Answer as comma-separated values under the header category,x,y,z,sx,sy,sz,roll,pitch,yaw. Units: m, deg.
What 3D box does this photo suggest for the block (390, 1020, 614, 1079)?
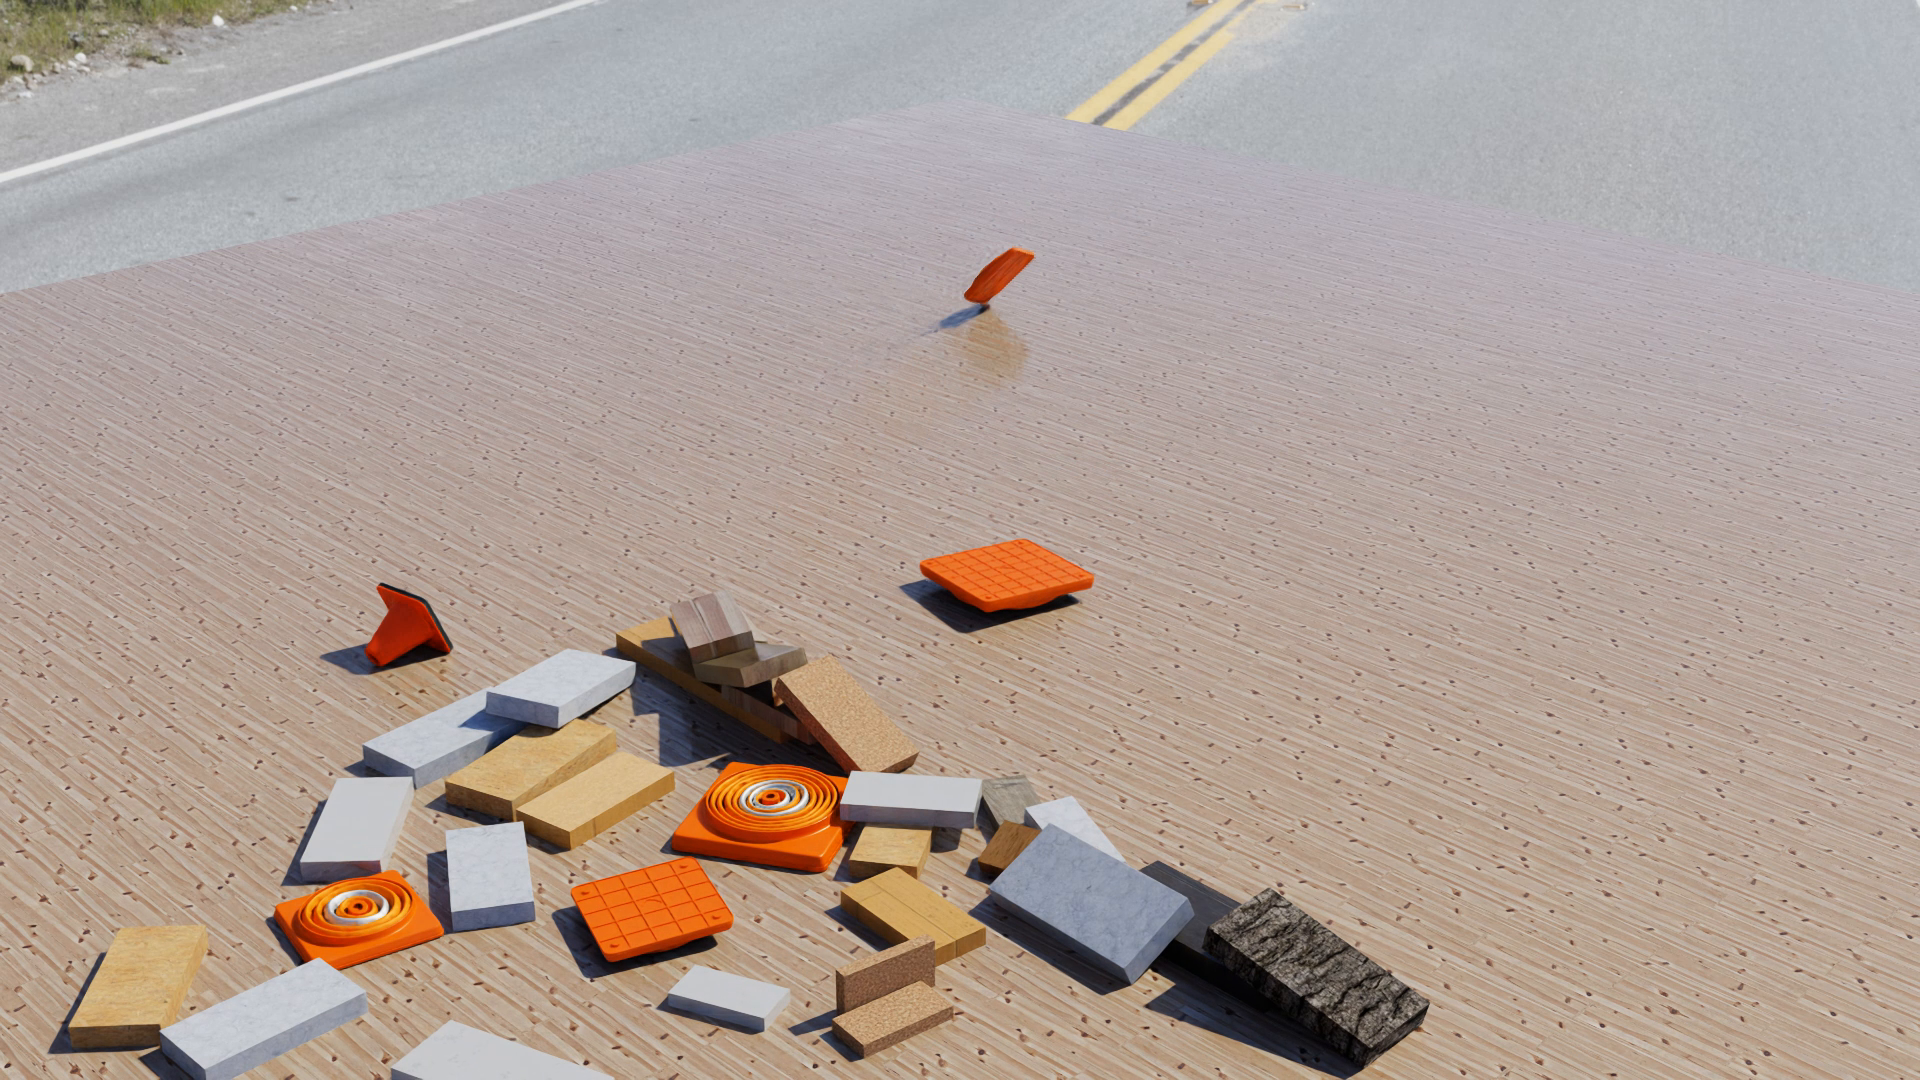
category,x,y,z,sx,sy,sz,roll,pitch,yaw
block,-0.750,0.891,3.607,0.341,0.043,0.150,12,26,25

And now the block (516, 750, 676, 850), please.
category,x,y,z,sx,sy,sz,roll,pitch,yaw
block,-0.738,0.526,4.466,0.150,0.043,0.301,16,28,32

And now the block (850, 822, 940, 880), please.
category,x,y,z,sx,sy,sz,roll,pitch,yaw
block,-0.122,0.585,4.335,0.133,0.038,0.266,4,23,10

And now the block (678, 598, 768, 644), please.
category,x,y,z,sx,sy,sz,roll,pitch,yaw
block,-0.559,0.206,5.146,0.143,0.041,0.286,5,15,-22

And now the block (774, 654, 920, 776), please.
category,x,y,z,sx,sy,sz,roll,pitch,yaw
block,-0.240,0.381,4.637,0.151,0.043,0.302,-23,59,-41

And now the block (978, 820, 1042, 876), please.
category,x,y,z,sx,sy,sz,roll,pitch,yaw
block,0.152,0.613,4.216,0.214,0.030,0.107,13,50,33

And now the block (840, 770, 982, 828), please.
category,x,y,z,sx,sy,sz,roll,pitch,yaw
block,-0.096,0.518,4.394,0.266,0.038,0.133,3,23,6

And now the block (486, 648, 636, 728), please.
category,x,y,z,sx,sy,sz,roll,pitch,yaw
block,-0.875,0.324,4.845,0.173,0.049,0.363,10,15,16

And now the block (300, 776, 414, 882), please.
category,x,y,z,sx,sy,sz,roll,pitch,yaw
block,-1.192,0.570,4.362,0.152,0.043,0.327,-1,23,-2

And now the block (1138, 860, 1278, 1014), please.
category,x,y,z,sx,sy,sz,roll,pitch,yaw
block,0.453,0.717,4.007,0.178,0.050,0.415,-20,30,-39

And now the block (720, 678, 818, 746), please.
category,x,y,z,sx,sy,sz,roll,pitch,yaw
block,-0.366,0.350,4.777,0.151,0.043,0.302,-20,30,-39

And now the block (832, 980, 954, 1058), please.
category,x,y,z,sx,sy,sz,roll,pitch,yaw
block,-0.115,0.824,3.785,0.190,0.027,0.095,-17,28,-34

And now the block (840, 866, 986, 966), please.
category,x,y,z,sx,sy,sz,roll,pitch,yaw
block,-0.088,0.698,4.068,0.133,0.038,0.266,-17,29,-35

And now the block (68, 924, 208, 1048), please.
category,x,y,z,sx,sy,sz,roll,pitch,yaw
block,-1.439,0.781,3.865,0.152,0.043,0.304,-1,23,-3

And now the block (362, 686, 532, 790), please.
category,x,y,z,sx,sy,sz,roll,pitch,yaw
block,-1.081,0.420,4.708,0.173,0.049,0.346,17,29,35

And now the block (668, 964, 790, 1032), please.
category,x,y,z,sx,sy,sz,roll,pitch,yaw
block,-0.403,0.799,3.843,0.190,0.027,0.095,10,25,22

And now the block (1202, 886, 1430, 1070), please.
category,x,y,z,sx,sy,sz,roll,pitch,yaw
block,0.615,0.754,3.814,0.356,0.050,0.178,34,39,32

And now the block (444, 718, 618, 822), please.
category,x,y,z,sx,sy,sz,roll,pitch,yaw
block,-0.892,0.470,4.591,0.173,0.049,0.346,12,26,26

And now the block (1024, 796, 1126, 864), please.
category,x,y,z,sx,sy,sz,roll,pitch,yaw
block,0.223,0.586,4.294,0.107,0.030,0.214,-11,35,-25

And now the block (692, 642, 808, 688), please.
category,x,y,z,sx,sy,sz,roll,pitch,yaw
block,-0.460,0.272,4.799,0.151,0.043,0.301,-18,7,-25

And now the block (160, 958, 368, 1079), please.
category,x,y,z,sx,sy,sz,roll,pitch,yaw
block,-1.188,0.824,3.764,0.152,0.043,0.304,20,30,39

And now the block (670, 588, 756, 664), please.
category,x,y,z,sx,sy,sz,roll,pitch,yaw
block,-0.565,0.194,4.995,0.143,0.041,0.286,-16,22,-11

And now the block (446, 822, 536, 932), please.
category,x,y,z,sx,sy,sz,roll,pitch,yaw
block,-0.899,0.639,4.200,0.150,0.043,0.301,-6,24,-13

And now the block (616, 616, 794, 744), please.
category,x,y,z,sx,sy,sz,roll,pitch,yaw
block,-0.542,0.310,4.979,0.143,0.041,0.630,-19,30,-38

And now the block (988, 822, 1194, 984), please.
category,x,y,z,sx,sy,sz,roll,pitch,yaw
block,0.238,0.663,4.040,0.178,0.050,0.356,-44,42,-22

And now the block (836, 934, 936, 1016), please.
category,x,y,z,sx,sy,sz,roll,pitch,yaw
block,-0.129,0.764,3.838,0.190,0.095,0.027,-16,28,-32

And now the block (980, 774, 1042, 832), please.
category,x,y,z,sx,sy,sz,roll,pitch,yaw
block,0.109,0.544,4.440,0.107,0.030,0.214,-6,24,-14
